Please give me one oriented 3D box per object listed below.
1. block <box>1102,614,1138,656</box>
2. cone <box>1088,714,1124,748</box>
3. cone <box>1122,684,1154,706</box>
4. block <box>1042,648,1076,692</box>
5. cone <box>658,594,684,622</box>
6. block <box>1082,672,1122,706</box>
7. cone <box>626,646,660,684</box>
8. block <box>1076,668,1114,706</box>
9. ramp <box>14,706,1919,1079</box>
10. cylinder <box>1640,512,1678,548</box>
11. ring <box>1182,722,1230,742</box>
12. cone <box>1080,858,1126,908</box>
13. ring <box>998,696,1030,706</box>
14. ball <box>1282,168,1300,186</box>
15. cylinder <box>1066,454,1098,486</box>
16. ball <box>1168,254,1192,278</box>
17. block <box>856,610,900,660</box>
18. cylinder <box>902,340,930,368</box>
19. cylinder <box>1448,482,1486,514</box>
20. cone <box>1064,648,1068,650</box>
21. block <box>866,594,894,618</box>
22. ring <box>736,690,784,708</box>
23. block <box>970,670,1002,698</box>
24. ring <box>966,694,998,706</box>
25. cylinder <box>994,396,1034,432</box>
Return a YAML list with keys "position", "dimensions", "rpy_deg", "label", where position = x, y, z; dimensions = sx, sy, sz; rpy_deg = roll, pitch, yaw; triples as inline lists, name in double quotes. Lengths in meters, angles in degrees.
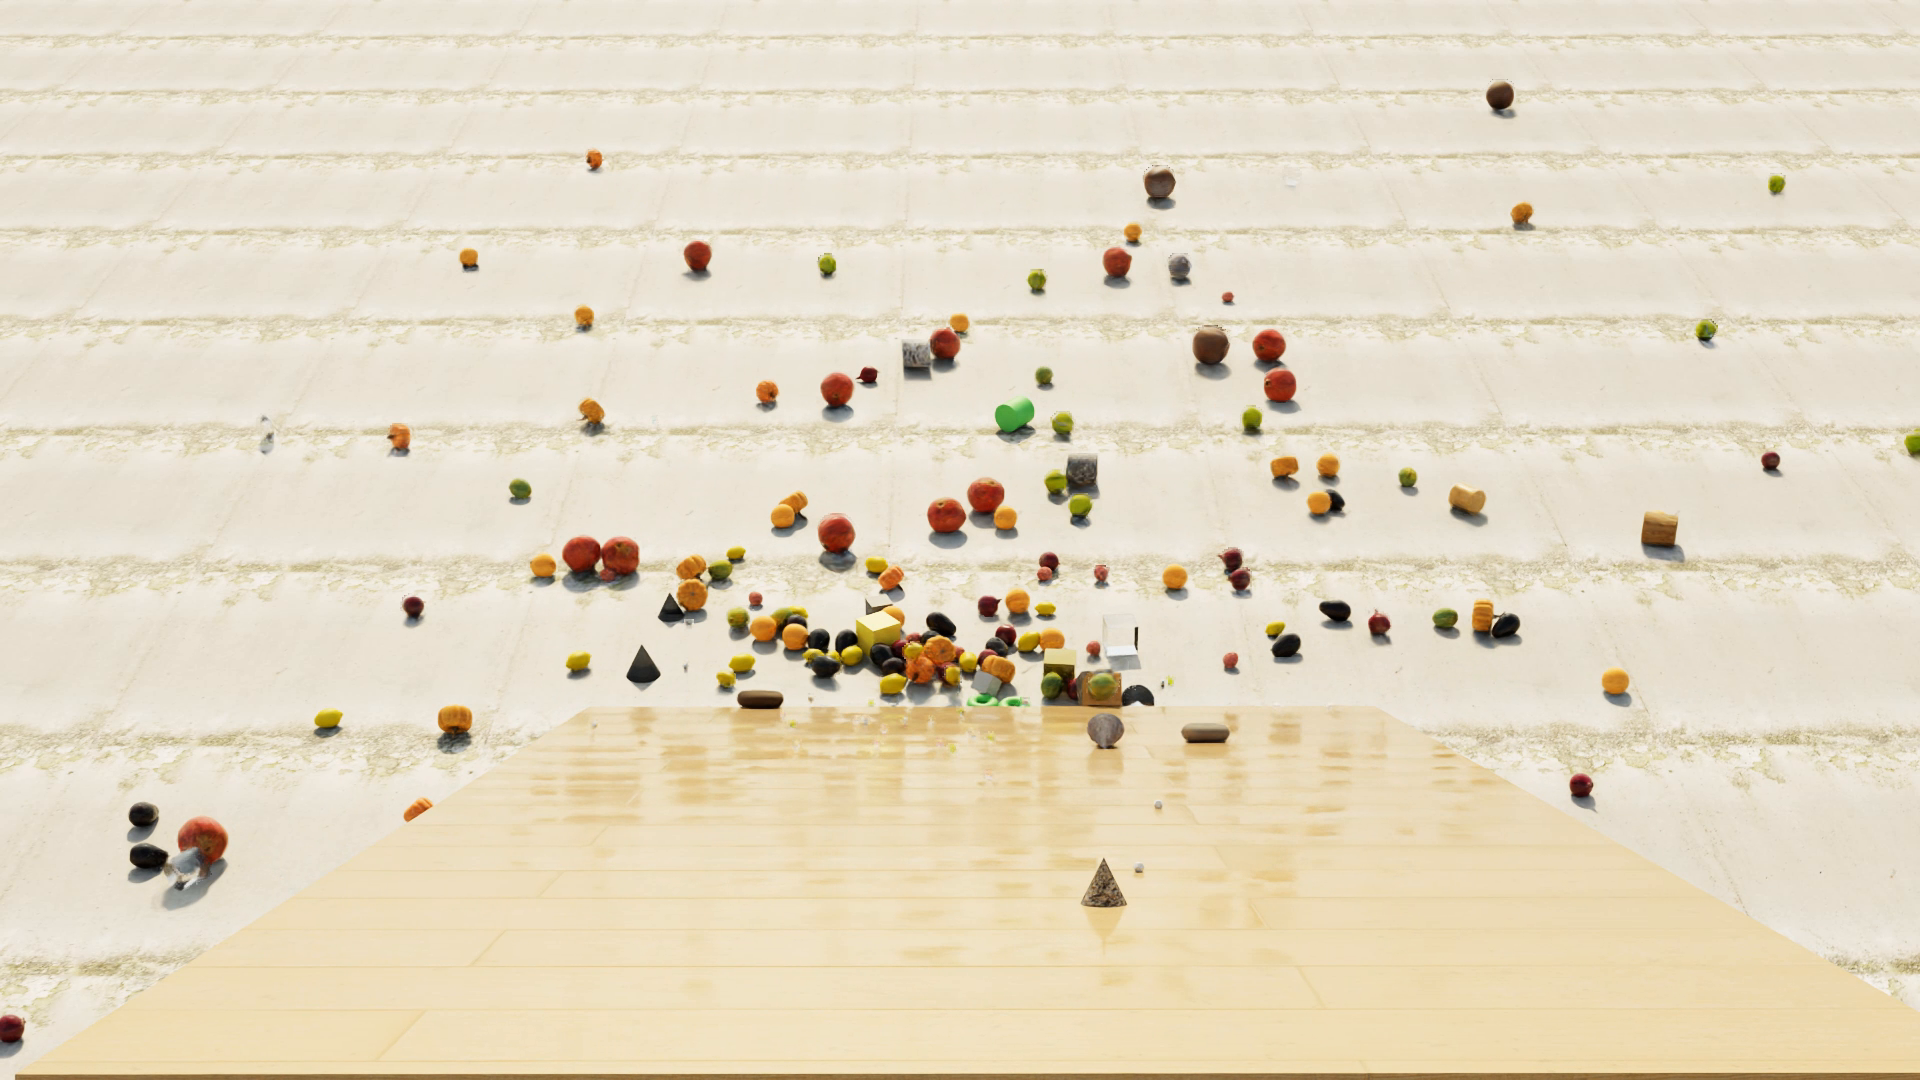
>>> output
- position: [0.436, 0.257, 7.024]
  dimensions: [0.083, 0.083, 0.083]
  rpy_deg: [-3, 26, -7]
  label: "block"
- position: [0.313, 0.431, 5.580]
  dimensions: [0.082, 0.082, 0.082]
  rpy_deg: [3, 28, 5]
  label: "cone"
- position: [0.464, 0.420, 6.733]
  dimensions: [0.089, 0.089, 0.089]
  rpy_deg: [3, -1, 6]
  label: "cone"
- position: [0.265, 0.346, 6.838]
  dimensions: [0.084, 0.084, 0.084]
  rpy_deg: [3, 26, 5]
  label: "block"
- position: [-0.808, 0.179, 7.197]
  dimensions: [0.076, 0.076, 0.076]
  rpy_deg: [0, 26, 0]
  label: "cone"
- position: [0.364, 0.395, 6.612]
  dimensions: [0.087, 0.087, 0.087]
  rpy_deg: [2, -20, -7]
  label: "block"
- position: [-0.847, 0.318, 6.884]
  dimensions: [0.094, 0.094, 0.094]
  rpy_deg: [0, 26, 0]
  label: "cone"
- position: [0.354, 0.390, 6.704]
  dimensions: [0.084, 0.084, 0.084]
  rpy_deg: [-5, 71, -9]
  label: "block"
- position: [0.058, 0.527, 4.564]
  dimensions: [2.000, 0.100, 4.000]
  rpy_deg: [0, 2, 0]
  label: "ramp"
- position: [2.066, -0.031, 7.614]
  dimensions: [0.094, 0.094, 0.094]
  rpy_deg: [9, 27, 18]
  label: "cylinder"
- position: [0.545, 0.427, 5.731]
  dimensions: [0.107, 0.036, 0.107]
  rpy_deg: [1, 1, 0]
  label: "ring"
- position: [0.199, 0.471, 3.566]
  dimensions: [0.065, 0.065, 0.065]
  rpy_deg: [0, 2, 0]
  label: "cone"
- position: [0.141, 0.436, 6.714]
  dimensions: [0.087, 0.029, 0.087]
  rpy_deg: [-1, 25, 1]
  label: "ring"
- position: [1.378, -1.508, 10.726]
  dimensions: [0.070, 0.070, 0.070]
  rpy_deg: [0, 26, 0]
  label: "ball"
- position: [0.378, -0.218, 8.006]
  dimensions: [0.092, 0.092, 0.092]
  rpy_deg: [3, 26, 5]
  label: "cylinder"
- position: [0.827, -1.030, 9.706]
  dimensions: [0.089, 0.089, 0.089]
  rpy_deg: [0, 26, 0]
  label: "ball"
- position: [-0.222, 0.258, 7.017]
  dimensions: [0.087, 0.087, 0.087]
  rpy_deg: [-17, 30, -31]
  label: "block"
- position: [-0.151, -0.638, 8.880]
  dimensions: [0.094, 0.094, 0.094]
  rpy_deg: [-1, 26, -3]
  label: "cylinder"
- position: [1.539, -0.125, 7.829]
  dimensions: [0.078, 0.078, 0.078]
  rpy_deg: [-20, 32, -36]
  label: "cylinder"
- position: [0.270, 0.323, 6.955]
  dimensions: [0.051, 0.051, 0.051]
  rpy_deg: [-19, 17, 25]
  label: "cone"
- position: [-0.225, 0.196, 7.176]
  dimensions: [0.062, 0.062, 0.062]
  rpy_deg: [-9, 27, -18]
  label: "block"
- position: [-0.508, 0.404, 6.558]
  dimensions: [0.120, 0.040, 0.120]
  rpy_deg: [1, 0, 0]
  label: "ring"
- position: [0.068, 0.380, 6.780]
  dimensions: [0.051, 0.051, 0.051]
  rpy_deg: [18, -12, 32]
  label: "block"
- position: [0.059, 0.429, 6.731]
  dimensions: [0.083, 0.028, 0.083]
  rpy_deg: [1, 24, 0]
  label: "ring"
- position: [0.178, -0.412, 8.409]
  dimensions: [0.095, 0.095, 0.095]
  rpy_deg: [17, 31, 32]
  label: "cylinder"
